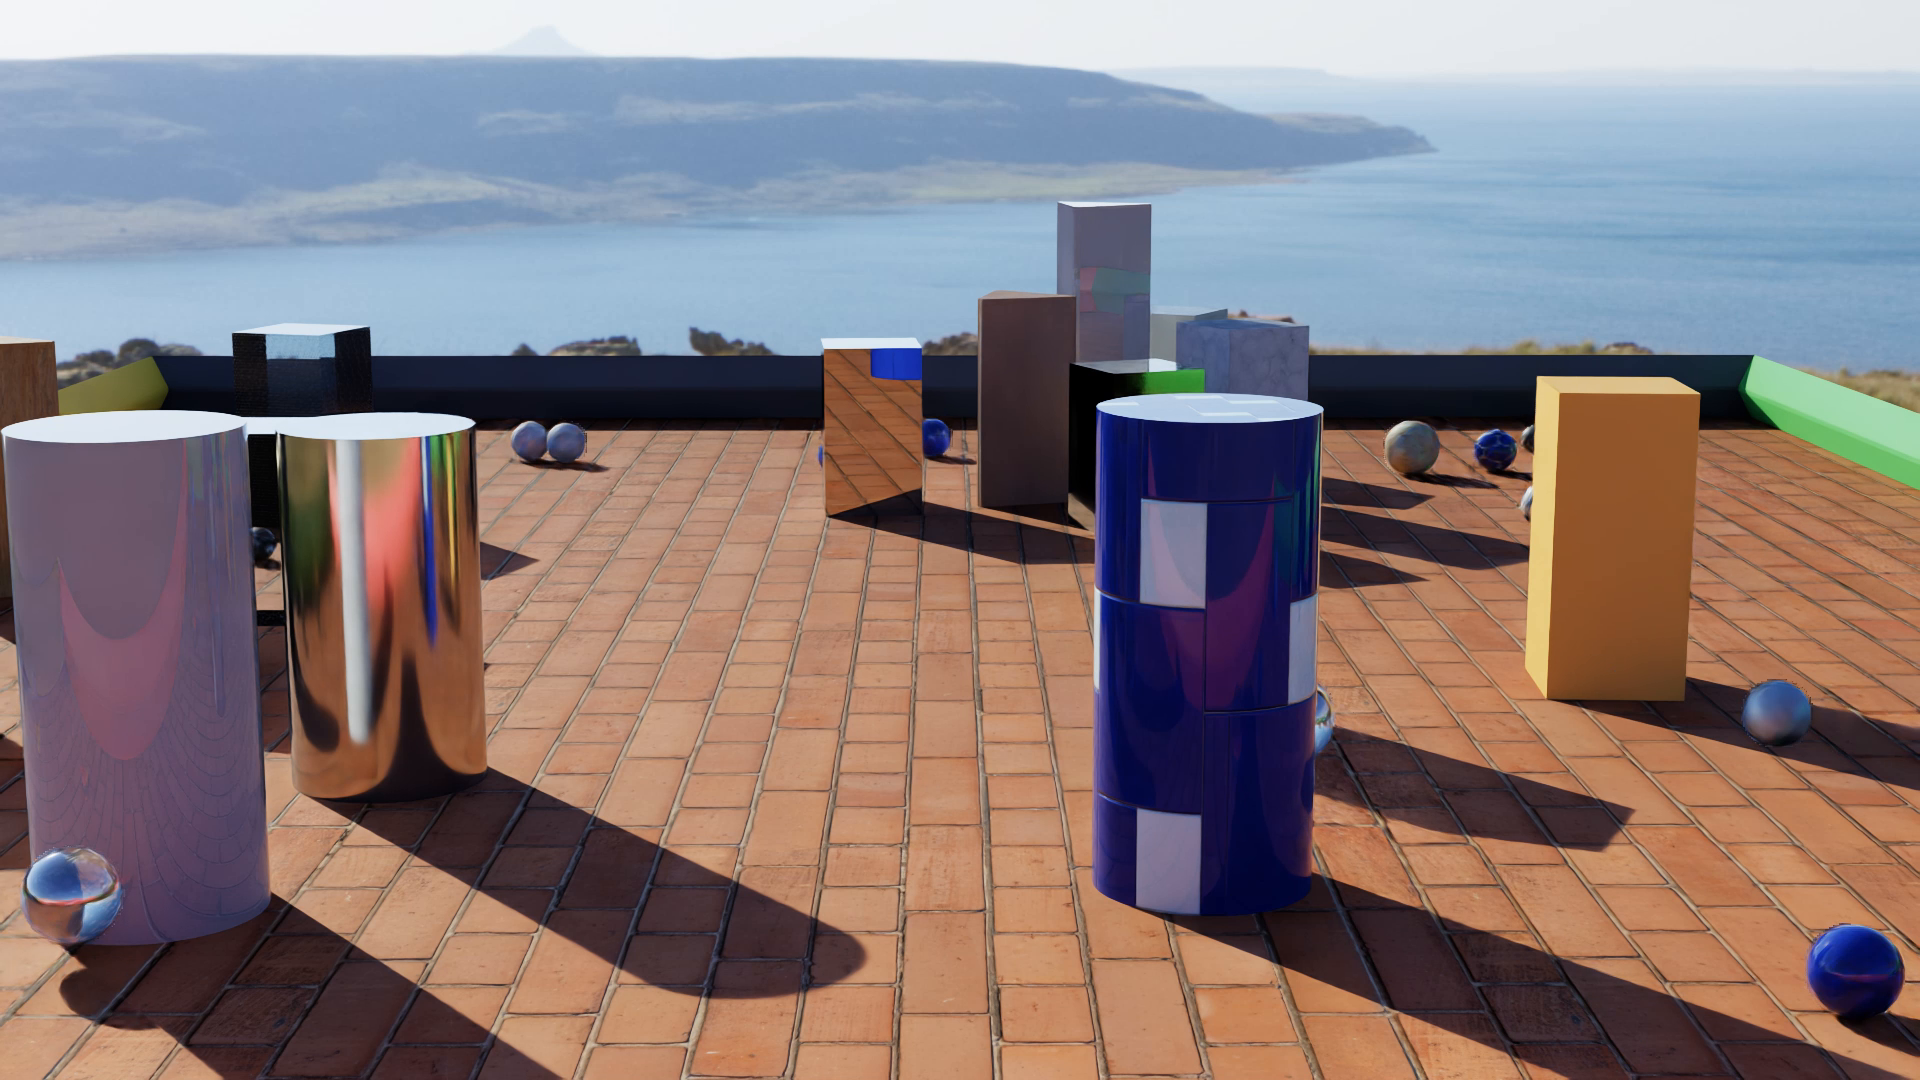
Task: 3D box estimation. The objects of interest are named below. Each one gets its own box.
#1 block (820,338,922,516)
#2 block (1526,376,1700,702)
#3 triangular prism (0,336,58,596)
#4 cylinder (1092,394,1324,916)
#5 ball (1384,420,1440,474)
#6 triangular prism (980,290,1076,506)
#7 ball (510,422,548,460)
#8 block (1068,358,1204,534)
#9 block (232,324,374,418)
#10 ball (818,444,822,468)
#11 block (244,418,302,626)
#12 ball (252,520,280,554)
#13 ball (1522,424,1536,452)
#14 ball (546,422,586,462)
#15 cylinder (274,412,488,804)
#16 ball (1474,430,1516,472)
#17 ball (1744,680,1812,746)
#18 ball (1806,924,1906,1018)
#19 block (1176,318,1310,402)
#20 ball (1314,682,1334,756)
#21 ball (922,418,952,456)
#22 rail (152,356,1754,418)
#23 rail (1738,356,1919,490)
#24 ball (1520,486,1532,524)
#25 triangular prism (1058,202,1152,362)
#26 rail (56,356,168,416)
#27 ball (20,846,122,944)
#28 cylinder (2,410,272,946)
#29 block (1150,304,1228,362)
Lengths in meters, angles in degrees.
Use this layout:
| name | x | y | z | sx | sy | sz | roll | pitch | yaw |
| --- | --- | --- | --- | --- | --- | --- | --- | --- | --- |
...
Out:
| name | x | y | z | sx | sy | sz | roll | pitch | yaw |
| --- | --- | --- | --- | --- | --- | --- | --- | --- | --- |
| block | -0.147 | -0.189 | 4.251 | 0.158 | 0.275 | 0.158 | -1 | 11 | -5 |
| block | 0.766 | -0.005 | 3.027 | 0.158 | 0.359 | 0.158 | 1 | 11 | 3 |
| triangular prism | -1.358 | -0.106 | 3.596 | 0.171 | 0.352 | 0.148 | -5 | 12 | -25 |
| cylinder | 0.218 | 0.096 | 2.282 | 0.198 | 0.431 | 0.198 | 0 | 10 | 0 |
| ball | 0.813 | -0.167 | 4.614 | 0.099 | 0.099 | 0.099 | 0 | 10 | 0 |
| triangular prism | 0.090 | -0.244 | 4.350 | 0.171 | 0.347 | 0.148 | -4 | 11 | -18 |
| ball | -0.801 | -0.185 | 4.786 | 0.073 | 0.073 | 0.073 | 0 | 10 | 0 |
| block | 0.278 | -0.147 | 4.069 | 0.158 | 0.259 | 0.158 | -4 | 11 | -23 |
| block | -1.067 | -0.192 | 4.188 | 0.158 | 0.305 | 0.158 | 3 | 11 | 17 |
| ball | -0.223 | -0.151 | 4.620 | 0.067 | 0.067 | 0.067 | 0 | 10 | 0 |
| block | -0.943 | -0.026 | 3.428 | 0.158 | 0.255 | 0.158 | 0 | 10 | -1 |
| ball | -1.045 | -0.005 | 3.876 | 0.050 | 0.050 | 0.050 | 0 | 10 | 0 |
| ball | 1.097 | -0.194 | 4.893 | 0.051 | 0.051 | 0.051 | 0 | 10 | 0 |
| ball | -0.732 | -0.181 | 4.761 | 0.073 | 0.073 | 0.073 | 0 | 10 | 0 |
| cylinder | -0.590 | 0.065 | 2.627 | 0.198 | 0.367 | 0.198 | 0 | 10 | 0 |
| ball | 0.970 | -0.162 | 4.650 | 0.077 | 0.077 | 0.077 | 0 | 10 | 0 |
| ball | 0.885 | 0.188 | 2.777 | 0.071 | 0.071 | 0.071 | 0 | 10 | 0 |
| ball | 0.693 | 0.334 | 1.985 | 0.072 | 0.072 | 0.072 | 0 | 10 | 0 |
| block | 0.470 | -0.212 | 4.300 | 0.158 | 0.302 | 0.158 | -6 | 12 | -28 |
| ball | 0.346 | 0.188 | 2.703 | 0.097 | 0.097 | 0.097 | 0 | 10 | 0 |
| ball | -0.052 | -0.193 | 4.833 | 0.072 | 0.072 | 0.072 | 0 | 10 | 0 |
| rail | -0.011 | -0.317 | 5.340 | 3.346 | 0.129 | 0.045 | 0 | 10 | 0 |
| rail | 1.649 | 0.031 | 3.458 | 0.045 | 0.129 | 3.893 | 0 | 10 | 0 |
| ball | 0.931 | -0.056 | 4.096 | 0.070 | 0.070 | 0.070 | 0 | 10 | 0 |
| triangular prism | 0.221 | -0.348 | 4.525 | 0.171 | 0.488 | 0.148 | -8 | 13 | -37 |
| rail | -1.649 | 0.035 | 3.439 | 0.045 | 0.129 | 3.893 | 0 | 10 | 0 |
| ball | -0.728 | 0.291 | 2.102 | 0.079 | 0.079 | 0.079 | 0 | 10 | 0 |
| cylinder | -0.706 | 0.113 | 2.208 | 0.198 | 0.426 | 0.198 | 0 | 10 | 0 |
| block | 0.389 | -0.284 | 4.746 | 0.158 | 0.282 | 0.158 | 5 | 12 | 27 |
